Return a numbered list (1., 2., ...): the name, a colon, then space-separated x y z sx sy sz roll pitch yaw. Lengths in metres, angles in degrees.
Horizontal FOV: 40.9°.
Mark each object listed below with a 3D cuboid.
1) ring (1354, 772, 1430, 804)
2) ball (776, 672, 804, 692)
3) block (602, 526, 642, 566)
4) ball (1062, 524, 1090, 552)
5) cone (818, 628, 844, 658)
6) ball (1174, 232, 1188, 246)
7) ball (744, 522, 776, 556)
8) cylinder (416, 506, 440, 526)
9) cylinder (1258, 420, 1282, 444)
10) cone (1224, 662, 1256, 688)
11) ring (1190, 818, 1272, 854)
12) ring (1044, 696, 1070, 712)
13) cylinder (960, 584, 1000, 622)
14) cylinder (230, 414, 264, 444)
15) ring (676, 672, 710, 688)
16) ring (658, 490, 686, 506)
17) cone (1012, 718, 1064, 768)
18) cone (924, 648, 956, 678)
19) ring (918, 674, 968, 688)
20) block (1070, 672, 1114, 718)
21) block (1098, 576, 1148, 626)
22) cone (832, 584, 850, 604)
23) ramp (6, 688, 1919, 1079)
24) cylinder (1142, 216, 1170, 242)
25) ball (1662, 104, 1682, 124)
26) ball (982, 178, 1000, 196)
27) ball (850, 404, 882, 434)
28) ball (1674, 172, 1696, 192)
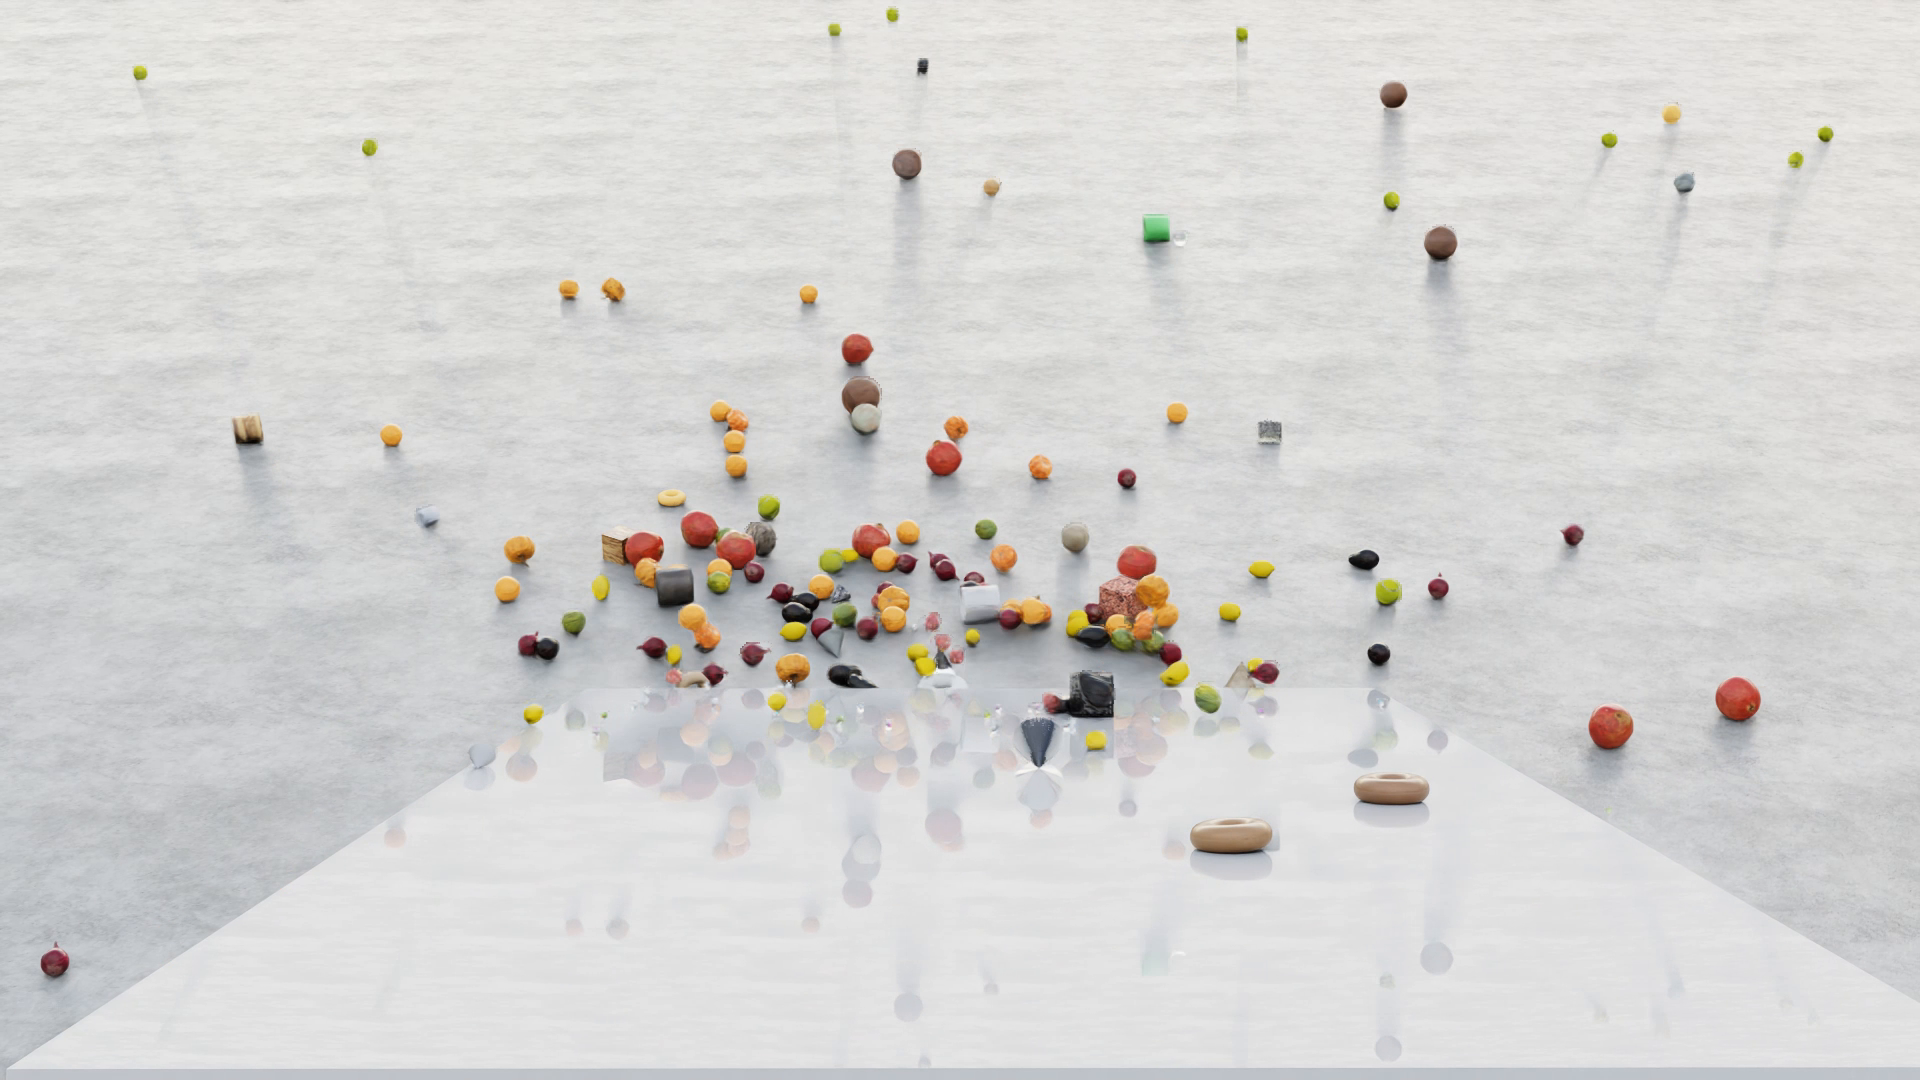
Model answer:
1. ring: 0.748 0.430 4.462 0.131 0.044 0.131 -1 3 0
2. ball: -0.428 0.364 6.484 0.066 0.066 0.066 0 24 0
3. block: -0.983 0.015 7.482 0.080 0.080 0.080 16 29 32
4. ball: 0.337 -0.006 7.528 0.082 0.082 0.082 0 24 0
5. cone: -0.338 0.290 6.923 0.074 0.074 0.074 -8 52 -17
6. ball: 0.876 -1.196 10.224 0.060 0.060 0.060 0 24 0
7. ball: -0.582 -0.003 7.504 0.095 0.095 0.095 0 24 0
8. cylinder: -1.594 -0.072 7.712 0.050 0.050 0.050 -21 31 -40
9. cylinder: 0.999 -0.349 8.309 0.072 0.072 0.072 1 24 3
10. cone: 0.731 0.355 6.697 0.098 0.098 0.098 0 24 0
11. ring: 0.414 0.450 3.928 0.127 0.042 0.127 -4 1 0
12. ring: 0.240 0.381 5.979 0.094 0.031 0.094 -4 1 0
13. cylinder: 0.054 0.176 7.099 0.098 0.098 0.098 -4 24 -9
14. cylinder: -2.301 -0.359 8.314 0.087 0.087 0.087 -10 26 -20
15. ring: -0.689 0.385 6.634 0.098 0.098 0.033 -17 25 -33
16. ring: -0.881 -0.129 7.868 0.088 0.029 0.088 0 23 0
17. cone: 0.151 0.412 4.959 0.100 0.100 0.100 0 29 0
18. cone: -0.051 0.322 6.782 0.089 0.089 0.089 0 24 0
19. ring: -0.046 0.388 6.691 0.134 0.045 0.134 0 24 0
20. block: 0.300 0.353 5.886 0.094 0.094 0.094 0 2 -1
21. block: 0.450 0.168 7.120 0.096 0.096 0.096 18 30 35
22. cone: -0.343 0.161 7.224 0.053 0.053 0.053 23 59 41
23. ramp: 0.055 0.499 4.546 2.000 0.100 4.000 0 2 0
24. cylinder: 0.783 -1.242 10.278 0.098 0.098 0.098 -1 24 -2
25. ball: 3.296 -1.973 11.928 0.089 0.089 0.089 0 24 0
26. ball: 0.131 -1.489 10.865 0.072 0.072 0.072 0 24 0
27. ball: -0.306 -0.394 8.376 0.100 0.100 0.100 0 24 0
28. ball: 3.067 -1.512 10.900 0.085 0.085 0.085 0 24 0
